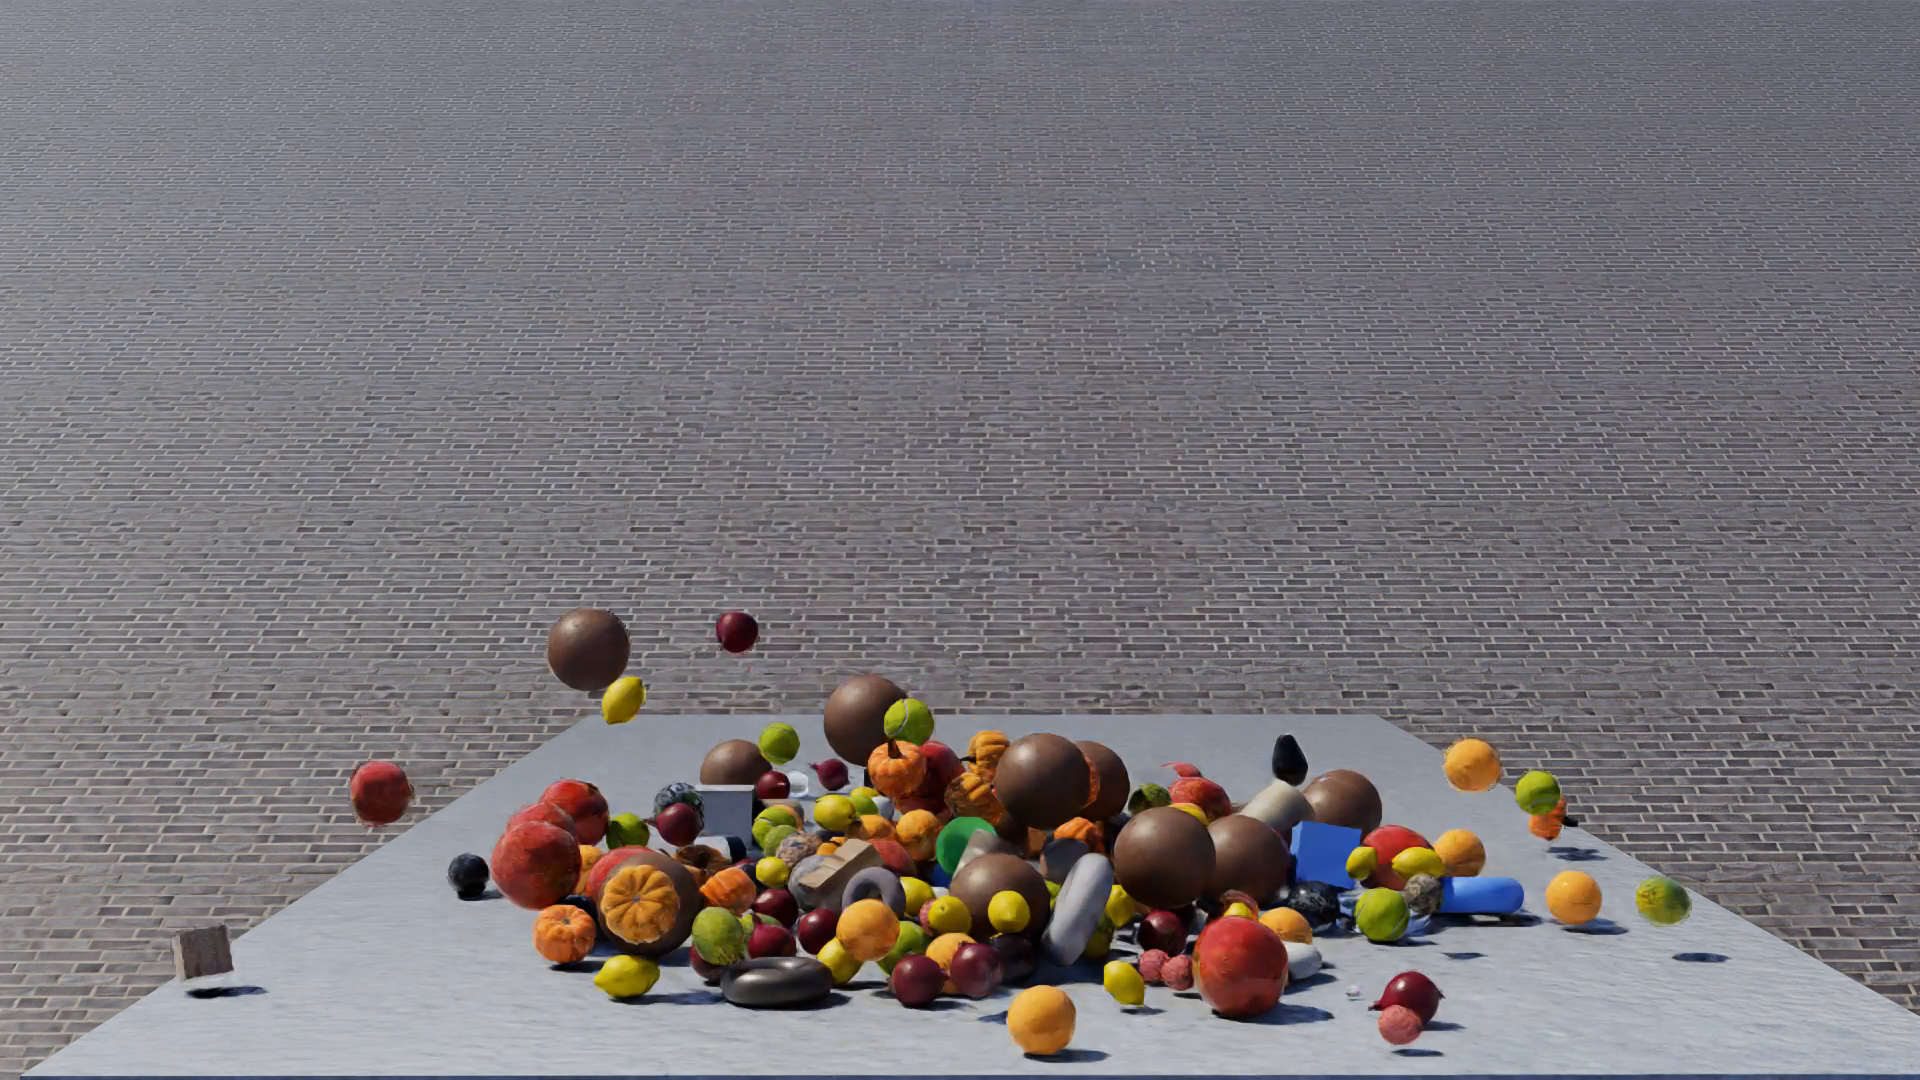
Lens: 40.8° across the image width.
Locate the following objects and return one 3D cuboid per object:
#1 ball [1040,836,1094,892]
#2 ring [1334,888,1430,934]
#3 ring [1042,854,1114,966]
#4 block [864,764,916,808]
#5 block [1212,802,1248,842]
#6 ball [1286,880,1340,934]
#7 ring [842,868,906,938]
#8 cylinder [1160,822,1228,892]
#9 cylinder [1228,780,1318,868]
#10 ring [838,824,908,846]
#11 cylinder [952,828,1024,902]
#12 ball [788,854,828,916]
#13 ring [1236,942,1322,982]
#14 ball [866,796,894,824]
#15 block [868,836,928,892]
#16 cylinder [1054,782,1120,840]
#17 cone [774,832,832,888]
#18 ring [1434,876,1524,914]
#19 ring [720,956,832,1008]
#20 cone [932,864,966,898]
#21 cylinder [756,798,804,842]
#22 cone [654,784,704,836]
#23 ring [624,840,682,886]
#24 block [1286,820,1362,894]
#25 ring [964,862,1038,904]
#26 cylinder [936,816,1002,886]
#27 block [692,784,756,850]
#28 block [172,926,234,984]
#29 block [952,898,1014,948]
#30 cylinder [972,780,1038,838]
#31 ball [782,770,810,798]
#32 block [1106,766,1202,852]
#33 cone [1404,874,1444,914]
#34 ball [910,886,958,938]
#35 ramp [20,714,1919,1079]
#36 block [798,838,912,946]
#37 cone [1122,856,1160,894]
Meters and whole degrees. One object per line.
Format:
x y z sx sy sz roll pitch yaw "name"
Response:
0.146 0.442 3.507 0.078 0.078 0.078 0 26 0 "ball"
0.556 0.493 3.419 0.134 0.045 0.134 1 3 0 "ring"
0.142 0.445 3.108 0.049 0.146 0.146 25 29 0 "ring"
-0.128 0.451 4.730 0.069 0.069 0.069 1 2 32 "block"
0.458 0.467 4.277 0.057 0.057 0.057 -1 1 -26 "block"
0.463 0.481 3.382 0.070 0.070 0.070 0 26 0 "ball"
-0.105 0.443 3.156 0.086 0.086 0.029 17 -3 31 "ring"
0.336 0.456 3.715 0.093 0.093 0.093 4 -5 0 "cylinder"
0.456 0.414 3.764 0.092 0.092 0.092 -41 43 -22 "cylinder"
-0.140 0.480 4.152 0.116 0.039 0.116 1 1 0 "ring"
0.036 0.416 3.304 0.070 0.070 0.070 25 -11 5 "cylinder"
-0.190 0.464 3.471 0.081 0.081 0.081 0 26 0 "ball"
0.380 0.503 3.077 0.103 0.034 0.103 -4 1 0 "ring"
-0.138 0.466 4.451 0.051 0.051 0.051 0 26 0 "ball"
-0.090 0.468 3.734 0.075 0.075 0.075 0 -2 8 "block"
0.218 0.452 4.291 0.087 0.087 0.087 -18 11 -32 "cylinder"
-0.239 0.467 3.652 0.092 0.092 0.092 10 8 19 "cone"
0.691 0.482 3.498 0.145 0.048 0.145 1 -9 0 "ring"
-0.209 0.505 2.947 0.129 0.043 0.129 -2 1 0 "ring"
-0.024 0.473 3.546 0.054 0.054 0.054 -18 -12 -32 "cone"
-0.303 0.461 4.260 0.069 0.069 0.069 0 23 -33 "cylinder"
-0.446 0.414 3.995 0.083 0.083 0.083 4 -10 9 "cone"
-0.438 0.492 3.844 0.127 0.042 0.127 -1 29 1 "ring"
0.512 0.448 3.636 0.084 0.084 0.084 9 -13 0 "block"
0.048 0.479 3.650 0.125 0.042 0.125 11 13 -3 "ring"
0.016 0.416 3.436 0.086 0.086 0.086 5 -14 10 "cylinder"
-0.383 0.450 4.198 0.095 0.095 0.095 0 1 0 "block"
-0.881 0.482 2.999 0.054 0.054 0.054 -6 -14 -28 "block"
0.029 0.485 3.272 0.052 0.052 0.052 0 -16 32 "block"
0.074 0.451 4.290 0.085 0.085 0.085 -20 26 4 "cylinder"
-0.307 0.458 4.829 0.053 0.053 0.053 0 26 0 "ball"
0.312 0.432 4.160 0.092 0.092 0.092 -3 49 -41 "block"
0.573 0.443 3.214 0.051 0.051 0.051 12 0 22 "cone"
-0.031 0.483 3.347 0.067 0.067 0.067 0 26 0 "ball"
0.060 0.539 4.575 2.000 0.100 4.000 0 1 0 "ramp"
-0.135 0.449 3.306 0.091 0.091 0.091 -38 10 -16 "block"
0.257 0.495 3.728 0.057 0.057 0.057 5 29 11 "cone"
